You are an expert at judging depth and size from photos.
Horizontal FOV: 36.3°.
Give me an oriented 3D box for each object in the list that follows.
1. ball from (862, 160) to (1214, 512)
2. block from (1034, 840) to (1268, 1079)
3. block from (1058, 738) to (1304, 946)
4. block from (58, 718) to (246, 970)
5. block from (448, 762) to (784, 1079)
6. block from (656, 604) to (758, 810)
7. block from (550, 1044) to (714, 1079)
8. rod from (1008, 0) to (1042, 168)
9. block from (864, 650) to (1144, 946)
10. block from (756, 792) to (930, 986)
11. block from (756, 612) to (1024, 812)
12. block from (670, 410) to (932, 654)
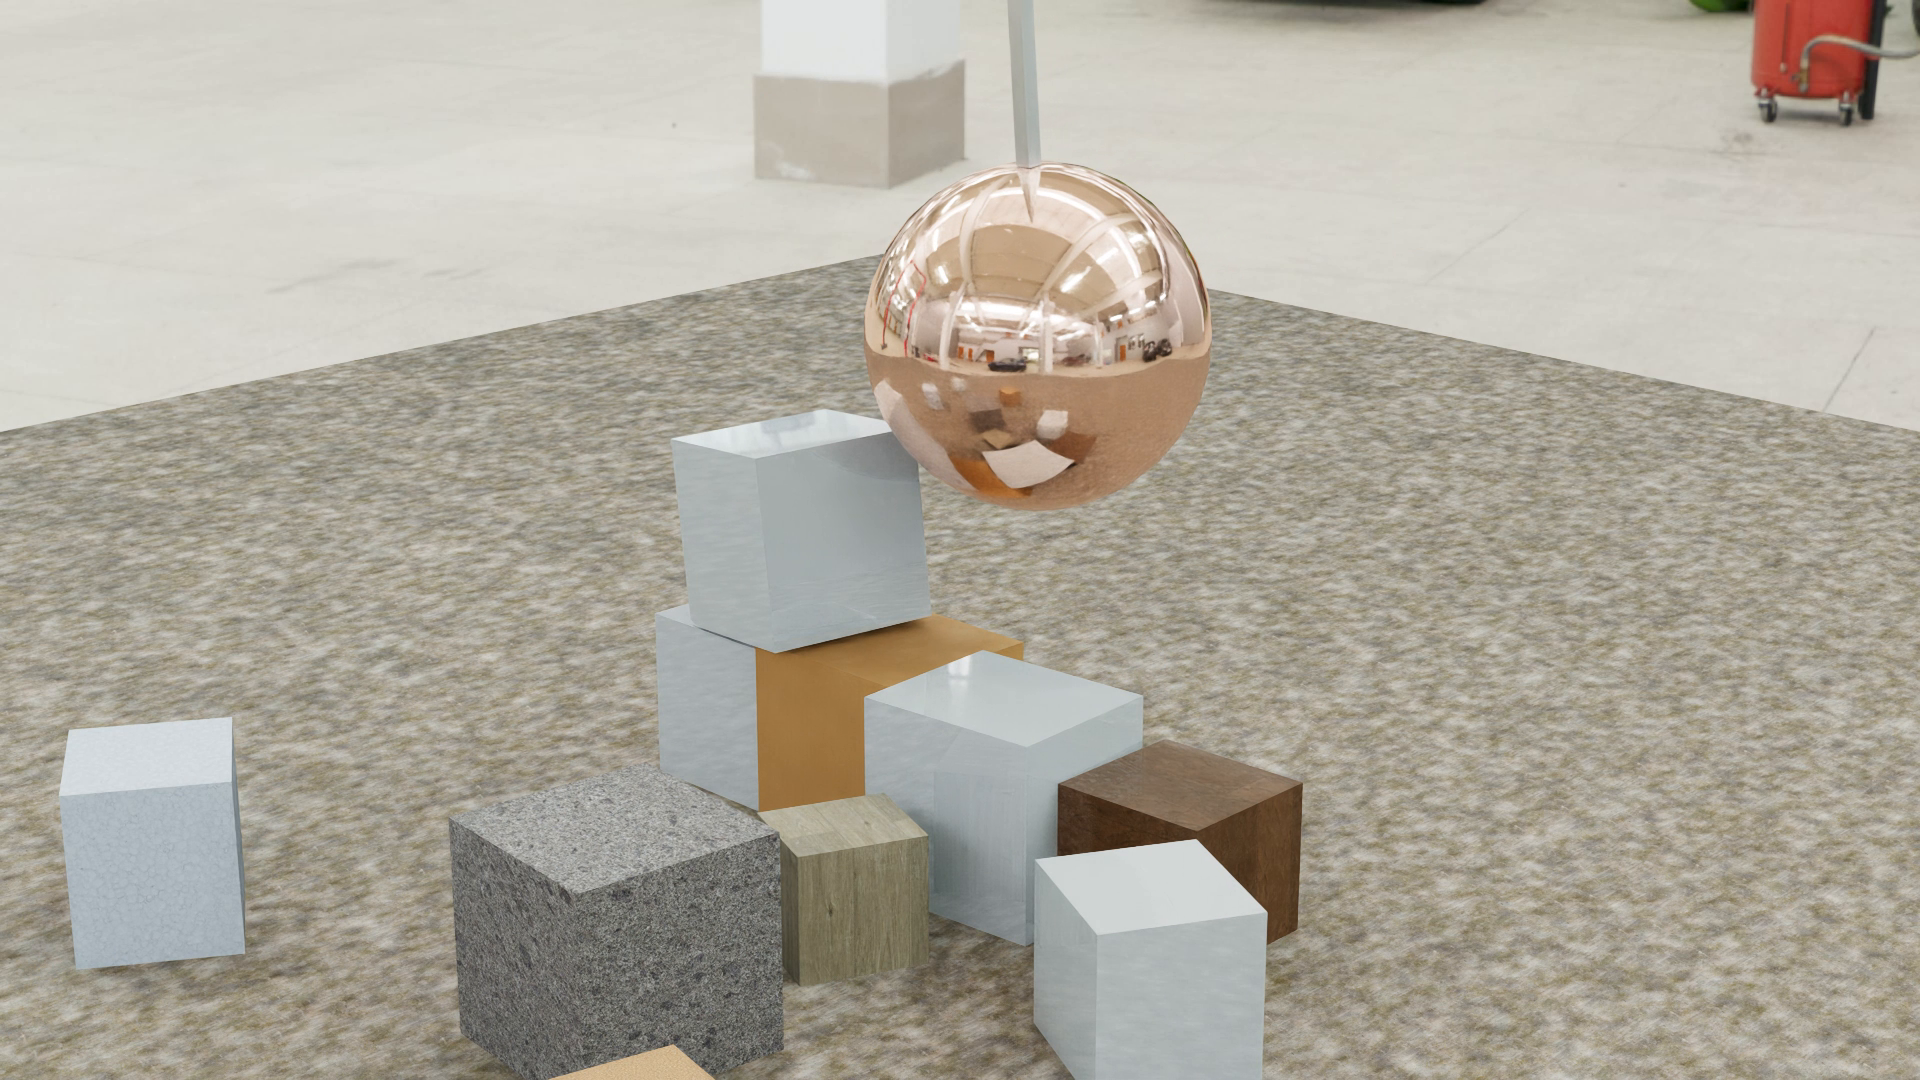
[{"bbox_3d":[0.356,-0.933,13.421,1.600,1.600,1.600,0,17,0],"label":"ball"},{"bbox_3d":[0.746,1.710,11.692,0.699,0.726,0.746,-5,18,-16],"label":"block"},{"bbox_3d":[0.955,1.383,12.784,0.766,0.695,0.733,16,23,41],"label":"block"},{"bbox_3d":[-3.518,1.314,12.832,0.703,0.799,0.786,-4,18,-13],"label":"block"},{"bbox_3d":[-1.372,1.578,11.738,0.936,0.950,0.951,-14,22,-37],"label":"block"},{"bbox_3d":[-0.931,0.752,14.564,0.826,0.831,0.785,-17,24,-42],"label":"block"},{"bbox_3d":[-1.107,2.284,9.788,0.772,0.773,0.793,-11,20,-31],"label":"block"},{"bbox_3d":[0.154,-4.104,12.213,0.080,5.200,0.080,17,29,42],"label":"rod"},{"bbox_3d":[0.195,1.138,13.176,0.934,0.928,0.820,14,22,38],"label":"block"},{"bbox_3d":[-0.504,1.495,12.598,0.588,0.594,0.516,-7,19,-22],"label":"block"},{"bbox_3d":[-0.334,0.905,13.968,0.918,0.897,0.873,17,24,42],"label":"block"},{"bbox_3d":[-0.761,-0.062,14.042,0.862,0.921,0.837,-13,15,-31],"label":"block"}]
